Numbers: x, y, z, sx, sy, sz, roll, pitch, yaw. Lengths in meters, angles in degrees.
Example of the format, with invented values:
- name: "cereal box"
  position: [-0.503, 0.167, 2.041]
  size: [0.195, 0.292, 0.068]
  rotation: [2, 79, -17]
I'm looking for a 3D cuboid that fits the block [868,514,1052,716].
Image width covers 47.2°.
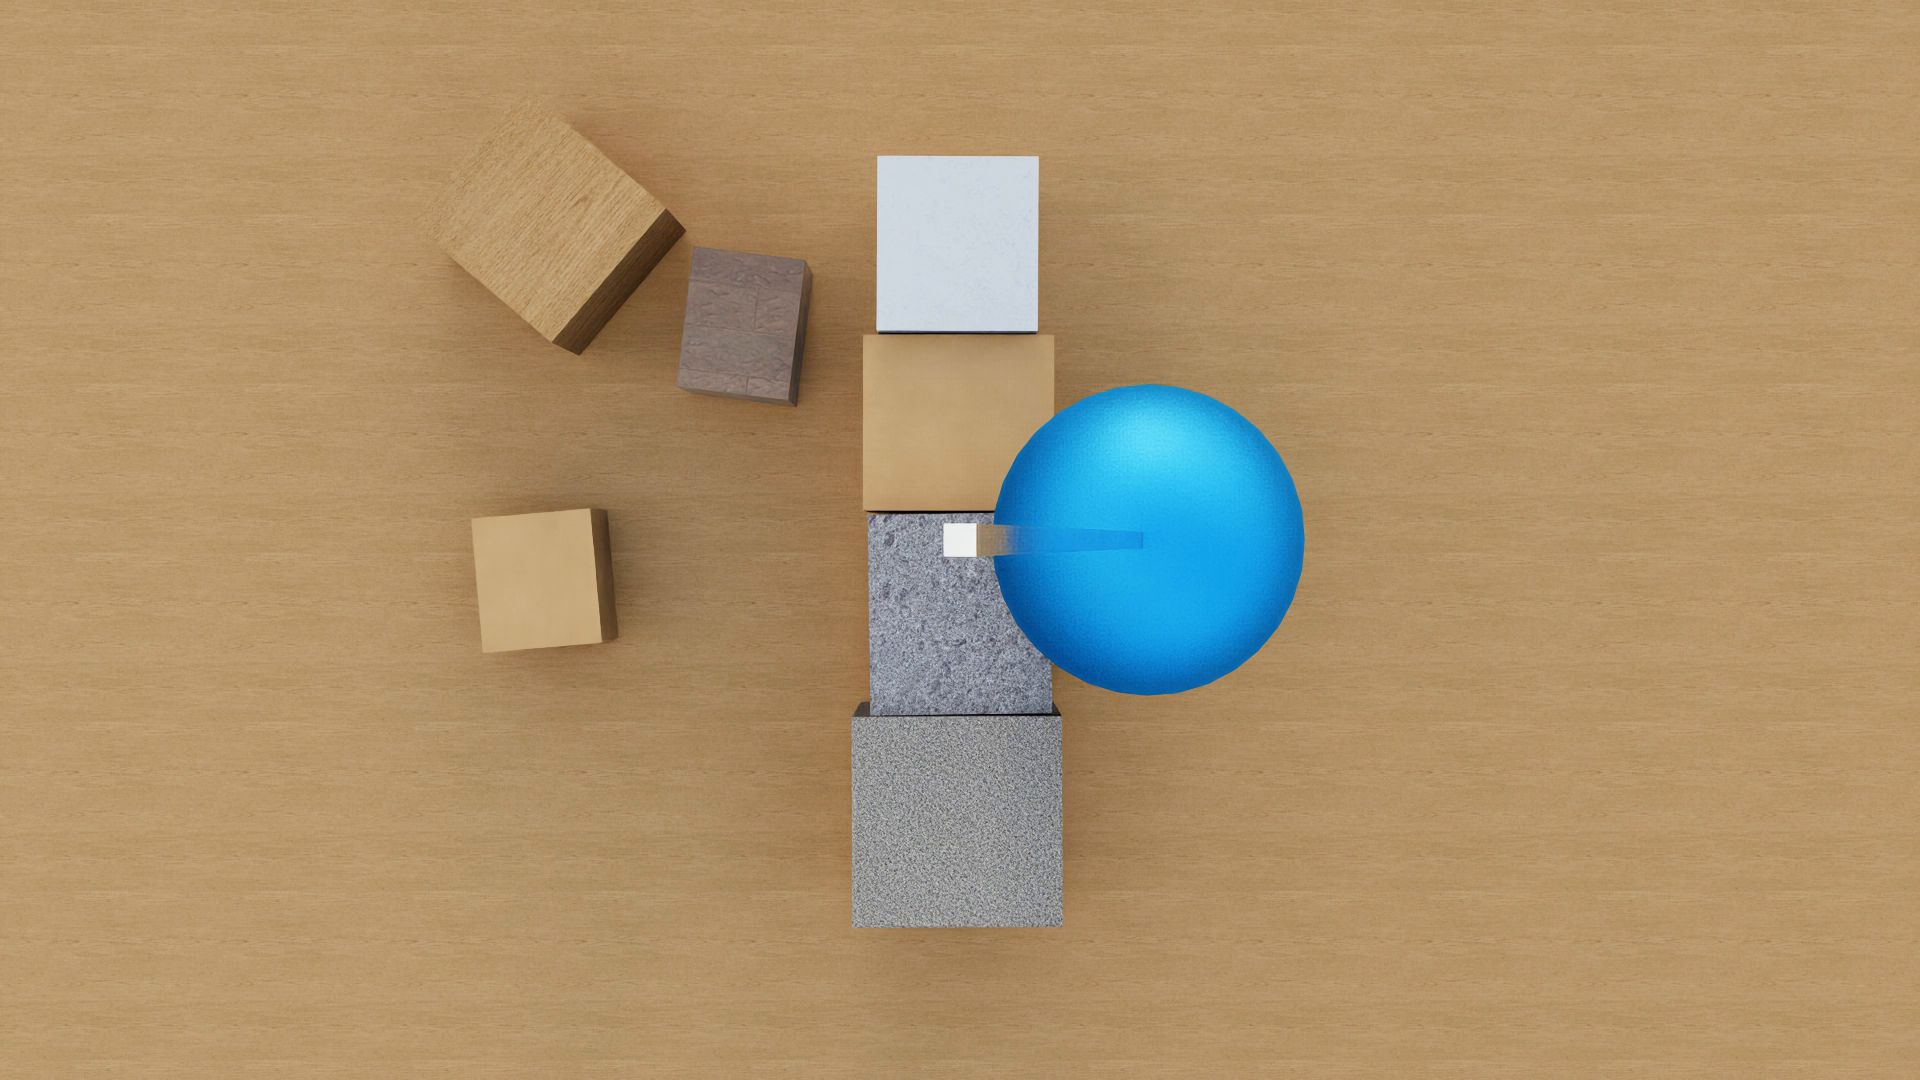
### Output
- name: "block"
  position: [-0.001, 0.401, 12.469]
  size: [0.987, 1.062, 1.090]
  rotation: [-1, 90, 0]

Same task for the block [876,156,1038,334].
- name: "block"
  position: [-0.013, -1.618, 12.497]
  size: [0.878, 1.006, 0.951]
  rotation: [0, 90, 0]

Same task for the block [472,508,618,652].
- name: "block"
  position: [-2.387, 0.229, 12.696]
  size: [0.673, 0.608, 0.759]
  rotation: [-5, 90, 0]

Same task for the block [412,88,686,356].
- name: "block"
  position: [-2.323, -1.790, 12.556]
  size: [1.020, 0.888, 0.975]
  rotation: [40, 90, 0]

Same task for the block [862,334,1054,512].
- name: "block"
  position: [-0.008, -0.647, 12.554]
  size: [1.053, 0.893, 0.968]
  rotation: [0, 90, 0]

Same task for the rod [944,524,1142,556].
- name: "rod"
  position: [0.417, 0.000, 7.938]
  size: [0.080, 5.200, 0.080]
  rotation: [0, 90, 9]

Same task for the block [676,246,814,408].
- name: "block"
  position: [-1.230, -1.217, 12.670]
  size: [0.632, 0.660, 0.794]
  rotation: [7, 90, 0]

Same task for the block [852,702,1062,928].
- name: "block"
  position: [-0.015, 1.523, 12.433]
  size: [1.136, 1.134, 1.137]
  rotation: [0, 90, 0]

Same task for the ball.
- name: "ball"
  position: [0.962, 0.000, 11.294]
  size: [1.600, 1.600, 1.600]
  rotation: [0, 90, 0]
